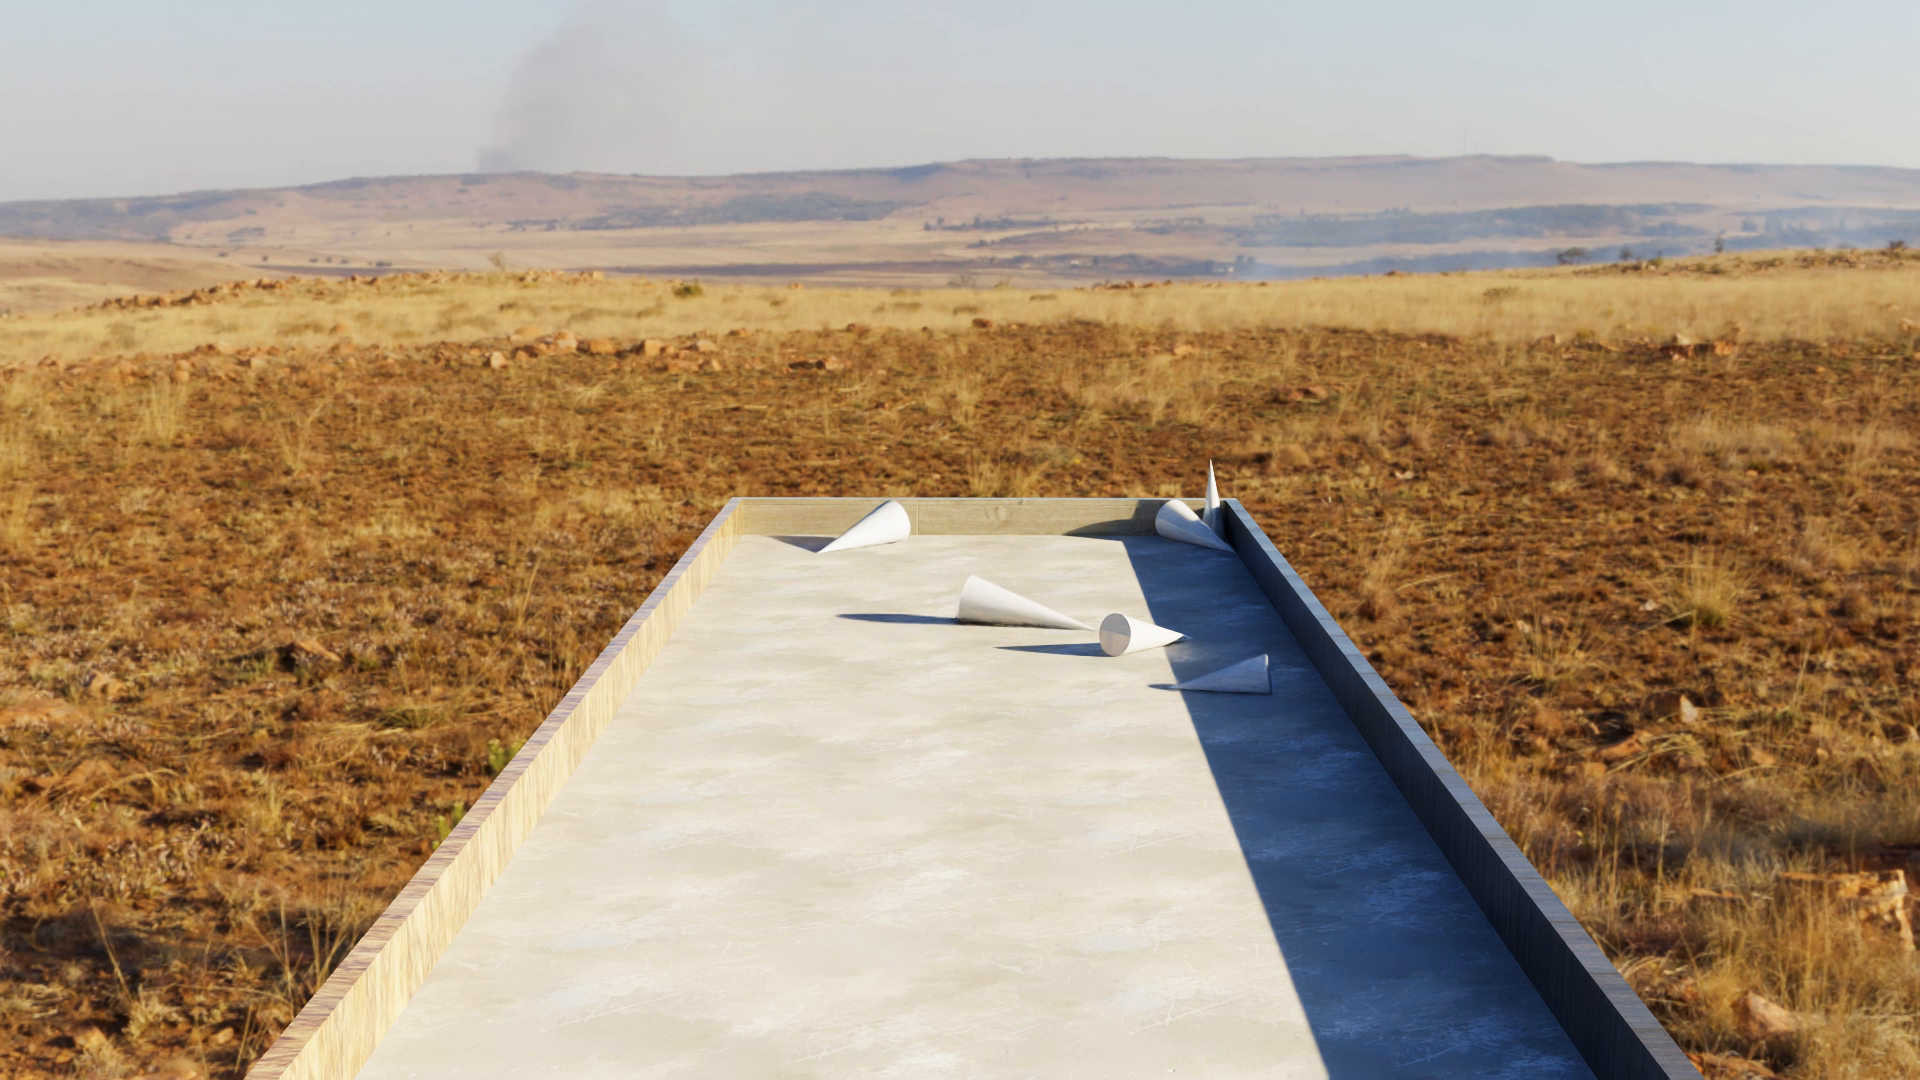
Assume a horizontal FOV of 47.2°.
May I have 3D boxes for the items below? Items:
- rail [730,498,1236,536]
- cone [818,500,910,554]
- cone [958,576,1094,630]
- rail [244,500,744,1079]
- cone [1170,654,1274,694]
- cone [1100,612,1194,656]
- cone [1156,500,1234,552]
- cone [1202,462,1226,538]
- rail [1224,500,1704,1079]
[{"bbox_3d":[0.099,-0.098,9.147,2.100,0.150,0.050,0,9,1],"label":"rail"},{"bbox_3d":[-0.416,-0.012,8.806,0.425,0.179,0.179,-24,22,-40],"label":"cone"},{"bbox_3d":[0.237,0.245,7.215,0.457,0.159,0.159,13,13,17],"label":"cone"},{"bbox_3d":[-1.004,0.839,3.234,0.050,0.150,12.000,0,9,1],"label":"rail"},{"bbox_3d":[0.734,0.403,6.280,0.300,0.117,0.117,-9,7,13],"label":"cone"},{"bbox_3d":[0.614,0.303,6.890,0.384,0.133,0.133,5,3,-44],"label":"cone"},{"bbox_3d":[0.982,-0.017,8.858,0.164,0.164,0.444,-5,21,-30],"label":"cone"},{"bbox_3d":[1.035,-0.172,9.036,0.106,0.324,0.106,-3,12,1],"label":"cone"},{"bbox_3d":[1.046,0.843,3.208,0.050,0.150,12.000,0,9,1],"label":"rail"}]
